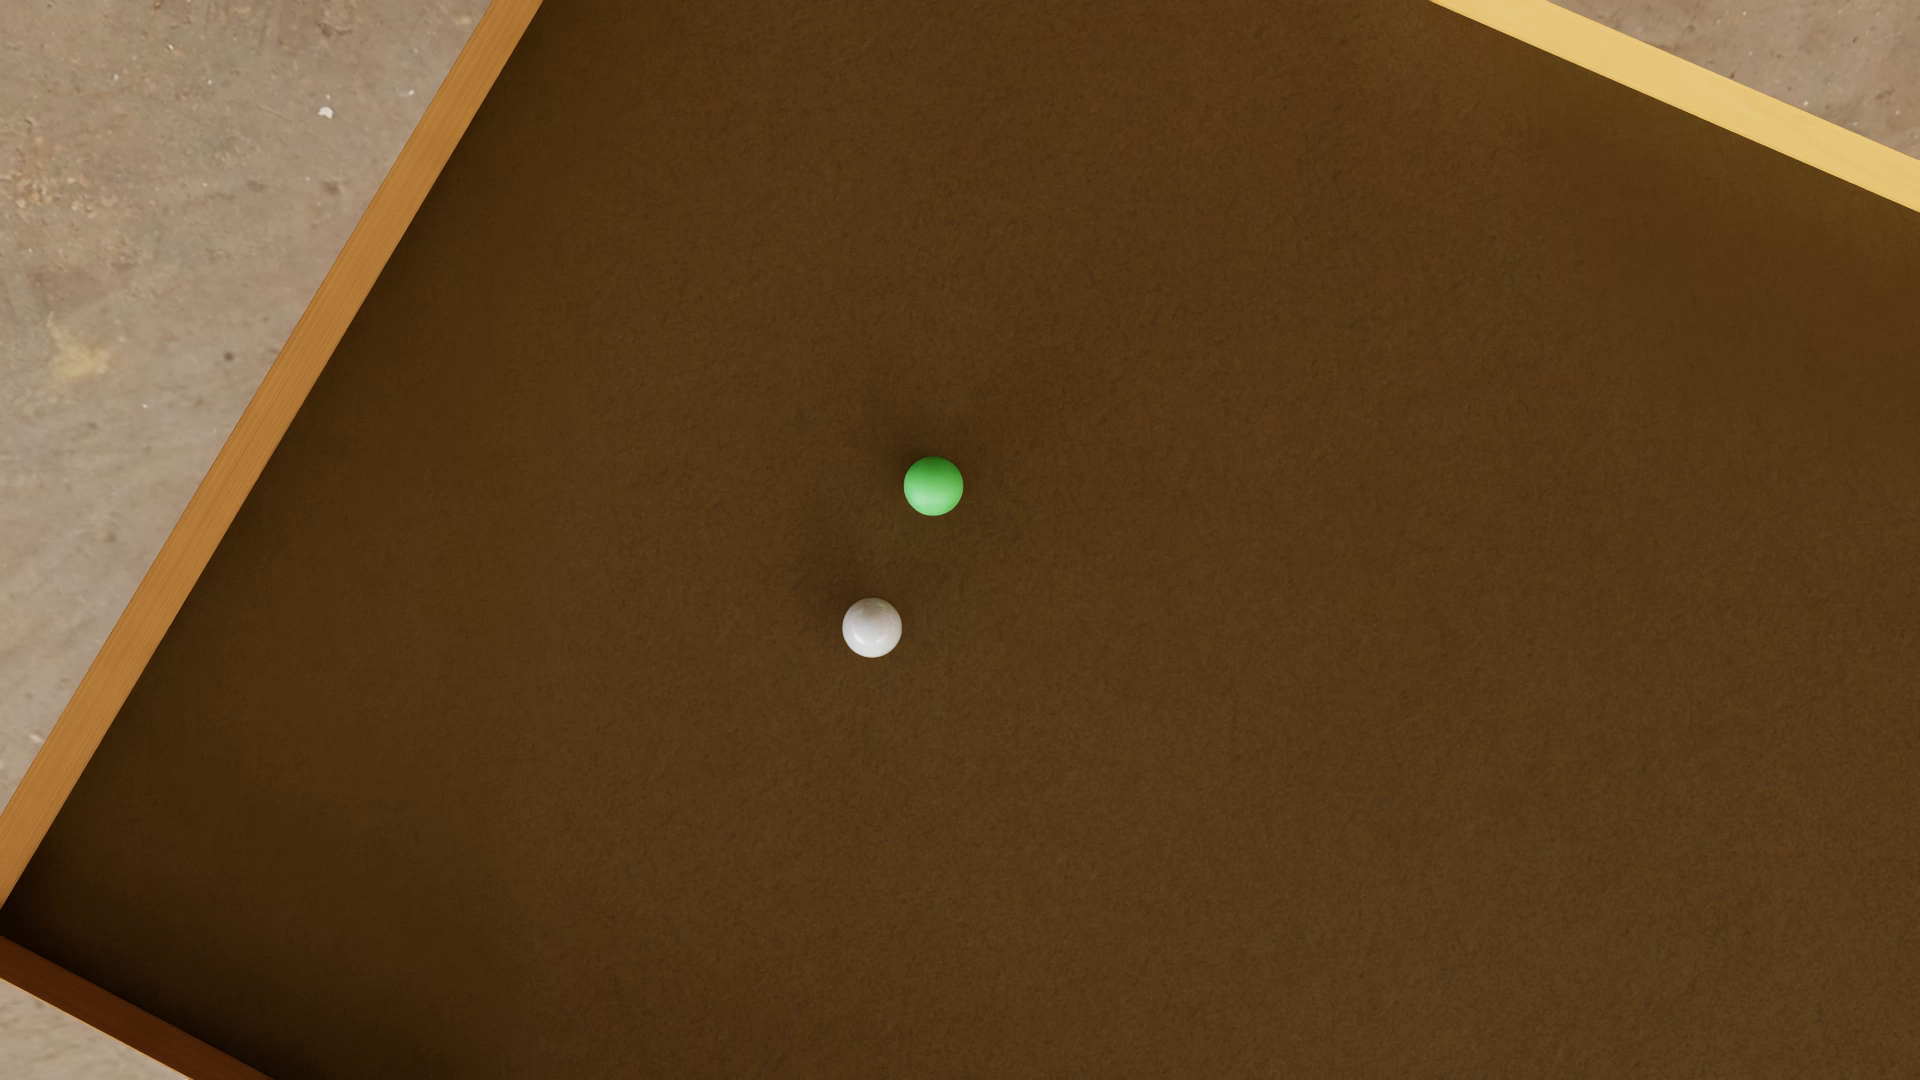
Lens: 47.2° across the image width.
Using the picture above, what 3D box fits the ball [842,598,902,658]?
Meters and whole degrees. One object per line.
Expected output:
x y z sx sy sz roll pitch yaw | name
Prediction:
-0.132 0.132 3.300 0.090 0.090 0.090 0 75 0 | ball

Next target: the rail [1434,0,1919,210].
1.453 -0.568 3.470 4.188 0.119 0.045 25 77 6 | rail

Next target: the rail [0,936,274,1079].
0.427 1.452 2.934 4.188 0.119 0.045 25 77 6 | rail

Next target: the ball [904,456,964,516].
-0.040 -0.082 3.356 0.092 0.092 0.092 0 75 0 | ball

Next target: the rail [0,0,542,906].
-0.919 -0.440 3.436 0.045 0.119 2.375 25 77 6 | rail
